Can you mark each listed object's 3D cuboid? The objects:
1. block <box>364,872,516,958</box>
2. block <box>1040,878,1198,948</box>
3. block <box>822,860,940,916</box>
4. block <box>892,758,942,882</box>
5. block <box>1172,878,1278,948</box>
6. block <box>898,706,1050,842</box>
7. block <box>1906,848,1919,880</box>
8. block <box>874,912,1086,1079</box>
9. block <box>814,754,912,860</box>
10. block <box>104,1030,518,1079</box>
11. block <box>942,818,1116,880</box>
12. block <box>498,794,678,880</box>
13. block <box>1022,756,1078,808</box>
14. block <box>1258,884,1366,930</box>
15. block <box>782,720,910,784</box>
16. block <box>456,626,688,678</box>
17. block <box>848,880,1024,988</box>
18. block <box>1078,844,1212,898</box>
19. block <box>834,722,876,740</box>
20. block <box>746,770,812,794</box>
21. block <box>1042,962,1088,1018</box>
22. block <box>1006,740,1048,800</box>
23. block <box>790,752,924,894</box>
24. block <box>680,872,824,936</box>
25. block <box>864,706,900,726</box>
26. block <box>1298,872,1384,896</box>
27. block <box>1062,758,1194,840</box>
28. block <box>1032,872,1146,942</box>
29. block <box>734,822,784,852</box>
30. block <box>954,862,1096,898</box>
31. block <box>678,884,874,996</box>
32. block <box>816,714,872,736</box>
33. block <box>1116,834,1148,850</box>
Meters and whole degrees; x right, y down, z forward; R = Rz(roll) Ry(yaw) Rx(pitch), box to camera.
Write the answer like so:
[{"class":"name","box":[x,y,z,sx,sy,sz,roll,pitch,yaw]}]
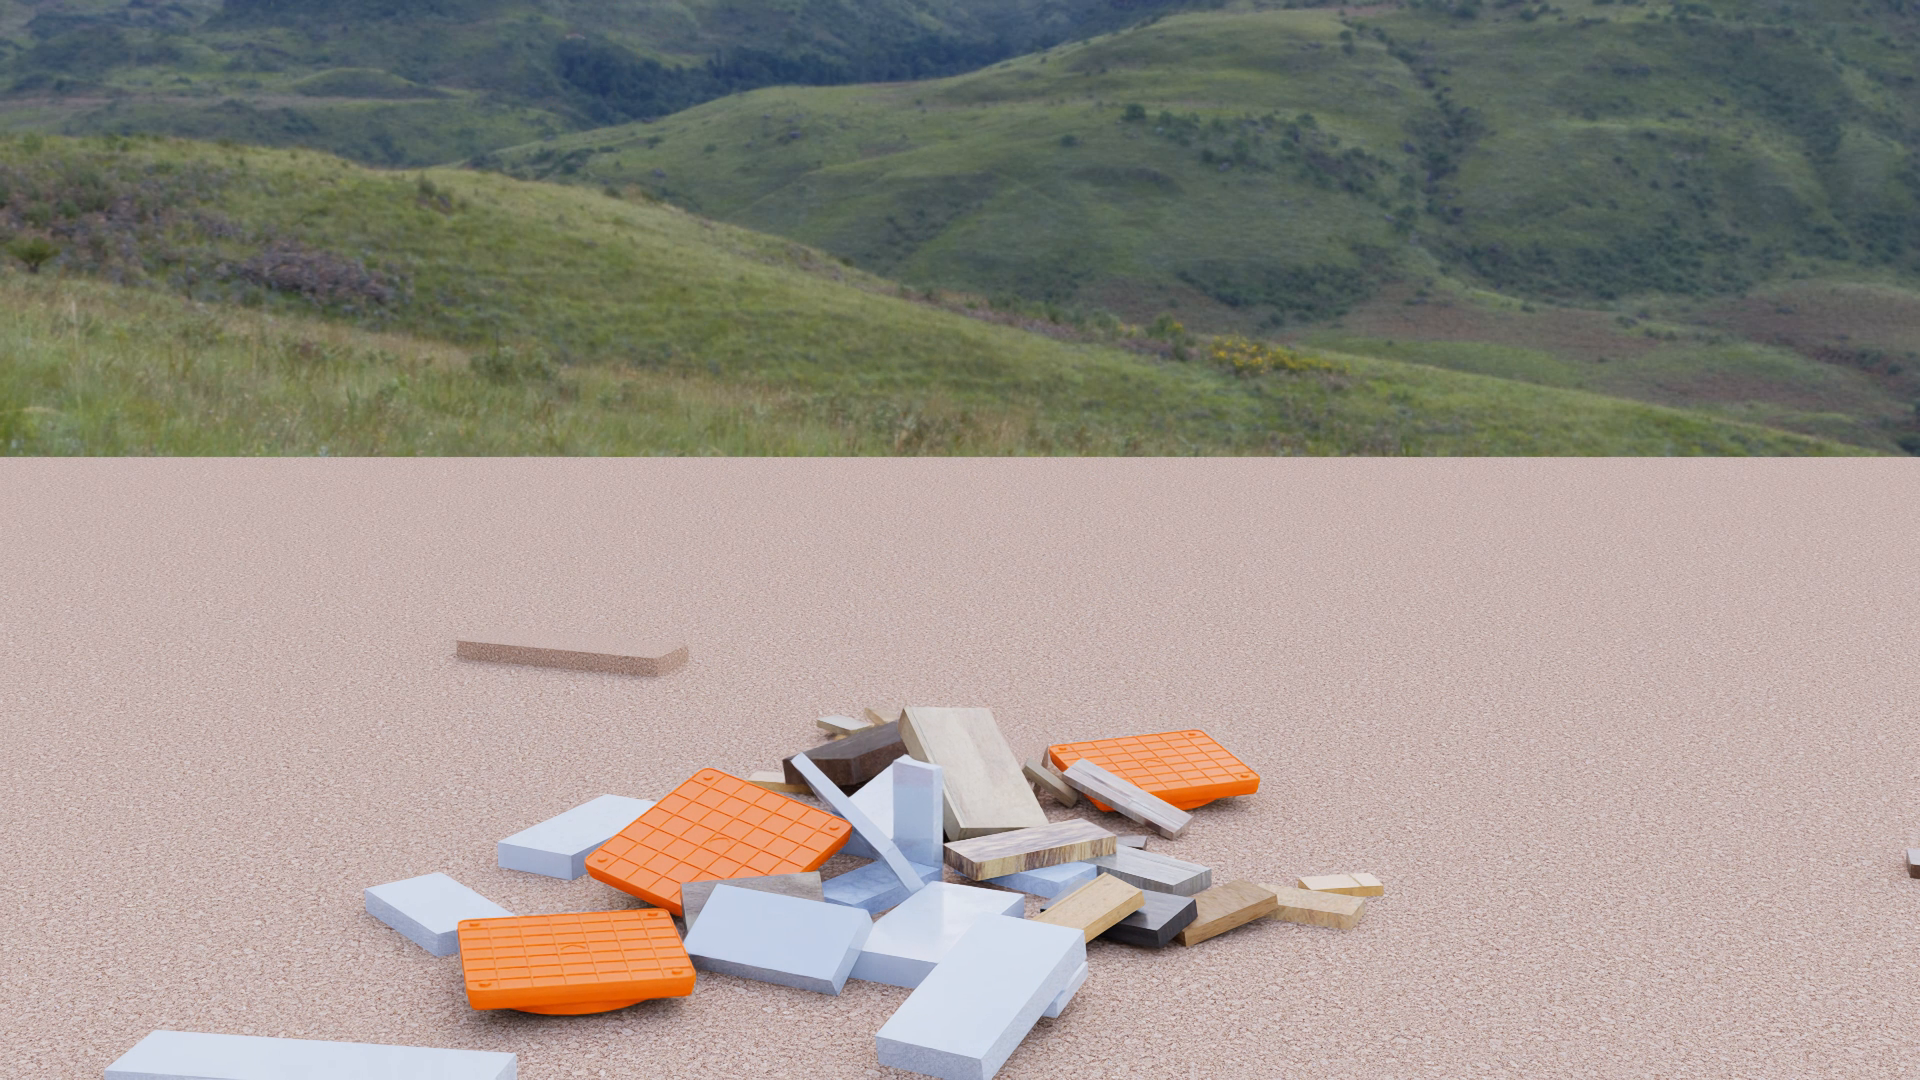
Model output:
[{"class":"block","box":[-0.835,0.598,3.525,0.133,0.038,0.266,-8,13,-38]},{"class":"block","box":[0.251,0.590,3.486,0.224,0.032,0.112,4,21,39]},{"class":"block","box":[-0.146,0.578,3.648,0.110,0.031,0.221,8,13,38]},{"class":"block","box":[-0.072,0.476,3.731,0.089,0.201,0.025,8,13,38]},{"class":"block","box":[0.405,0.593,3.506,0.185,0.026,0.093,-16,17,-29]},{"class":"block","box":[0.022,0.428,3.989,0.173,0.049,0.346,3,32,-23]},{"class":"block","box":[1.716,0.561,3.756,0.177,0.025,0.089,3,11,18]},{"class":"block","box":[0.034,0.638,3.082,0.163,0.046,0.326,6,25,28]},{"class":"block","box":[-0.112,0.482,3.981,0.158,0.045,0.315,6,22,29]},{"class":"block","box":[-0.859,0.710,2.919,0.517,0.038,0.133,2,11,9]},{"class":"block","box":[0.120,0.526,3.751,0.281,0.032,0.112,-6,12,-29]},{"class":"block","box":[-0.656,0.524,3.902,0.158,0.045,0.315,5,12,27]},{"class":"block","box":[0.170,0.458,4.154,0.116,0.016,0.058,37,13,0]},{"class":"block","box":[0.560,0.595,3.573,0.177,0.025,0.089,5,12,24]},{"class":"block","box":[-0.166,0.413,4.302,0.173,0.049,0.346,-5,6,38]},{"class":"block","box":[-0.932,0.267,5.284,0.543,0.045,0.158,4,11,20]},{"class":"block","box":[-0.037,0.613,3.420,0.163,0.046,0.326,5,11,24]},{"class":"block","box":[0.302,0.562,3.732,0.224,0.032,0.112,9,14,40]},{"class":"block","box":[-0.219,0.408,4.601,0.064,0.018,0.128,1,11,7]},{"class":"block","box":[-0.343,0.470,4.267,0.128,0.018,0.064,2,11,13]},{"class":"block","box":[0.124,0.645,3.183,0.081,0.023,0.162,4,11,18]},{"class":"block","box":[0.069,0.457,4.252,0.173,0.049,0.347,1,11,7]},{"class":"block","box":[-0.181,0.479,3.762,0.026,0.093,0.498,-38,23,-10]},{"class":"block","box":[-0.322,0.584,3.447,0.221,0.031,0.110,-3,50,-15]},{"class":"block","box":[-0.131,0.395,4.618,0.064,0.018,0.260,14,5,-22]},{"class":"block","box":[0.636,0.579,3.678,0.126,0.018,0.063,-2,11,-11]},{"class":"block","box":[0.304,0.472,4.021,0.249,0.018,0.063,26,38,30]},{"class":"block","box":[0.188,0.589,3.434,0.185,0.026,0.093,-28,25,-27]},{"class":"block","box":[-0.360,0.532,3.938,0.058,0.016,0.116,2,11,11]},{"class":"block","box":[0.110,0.561,3.742,0.221,0.031,0.110,8,13,37]},{"class":"block","box":[-0.278,0.602,3.321,0.265,0.038,0.133,5,45,26]},{"class":"block","box":[-0.242,0.390,4.604,0.058,0.016,0.116,-9,14,-40]},{"class":"block","box":[0.265,0.539,3.896,0.126,0.018,0.063,2,11,12]}]
